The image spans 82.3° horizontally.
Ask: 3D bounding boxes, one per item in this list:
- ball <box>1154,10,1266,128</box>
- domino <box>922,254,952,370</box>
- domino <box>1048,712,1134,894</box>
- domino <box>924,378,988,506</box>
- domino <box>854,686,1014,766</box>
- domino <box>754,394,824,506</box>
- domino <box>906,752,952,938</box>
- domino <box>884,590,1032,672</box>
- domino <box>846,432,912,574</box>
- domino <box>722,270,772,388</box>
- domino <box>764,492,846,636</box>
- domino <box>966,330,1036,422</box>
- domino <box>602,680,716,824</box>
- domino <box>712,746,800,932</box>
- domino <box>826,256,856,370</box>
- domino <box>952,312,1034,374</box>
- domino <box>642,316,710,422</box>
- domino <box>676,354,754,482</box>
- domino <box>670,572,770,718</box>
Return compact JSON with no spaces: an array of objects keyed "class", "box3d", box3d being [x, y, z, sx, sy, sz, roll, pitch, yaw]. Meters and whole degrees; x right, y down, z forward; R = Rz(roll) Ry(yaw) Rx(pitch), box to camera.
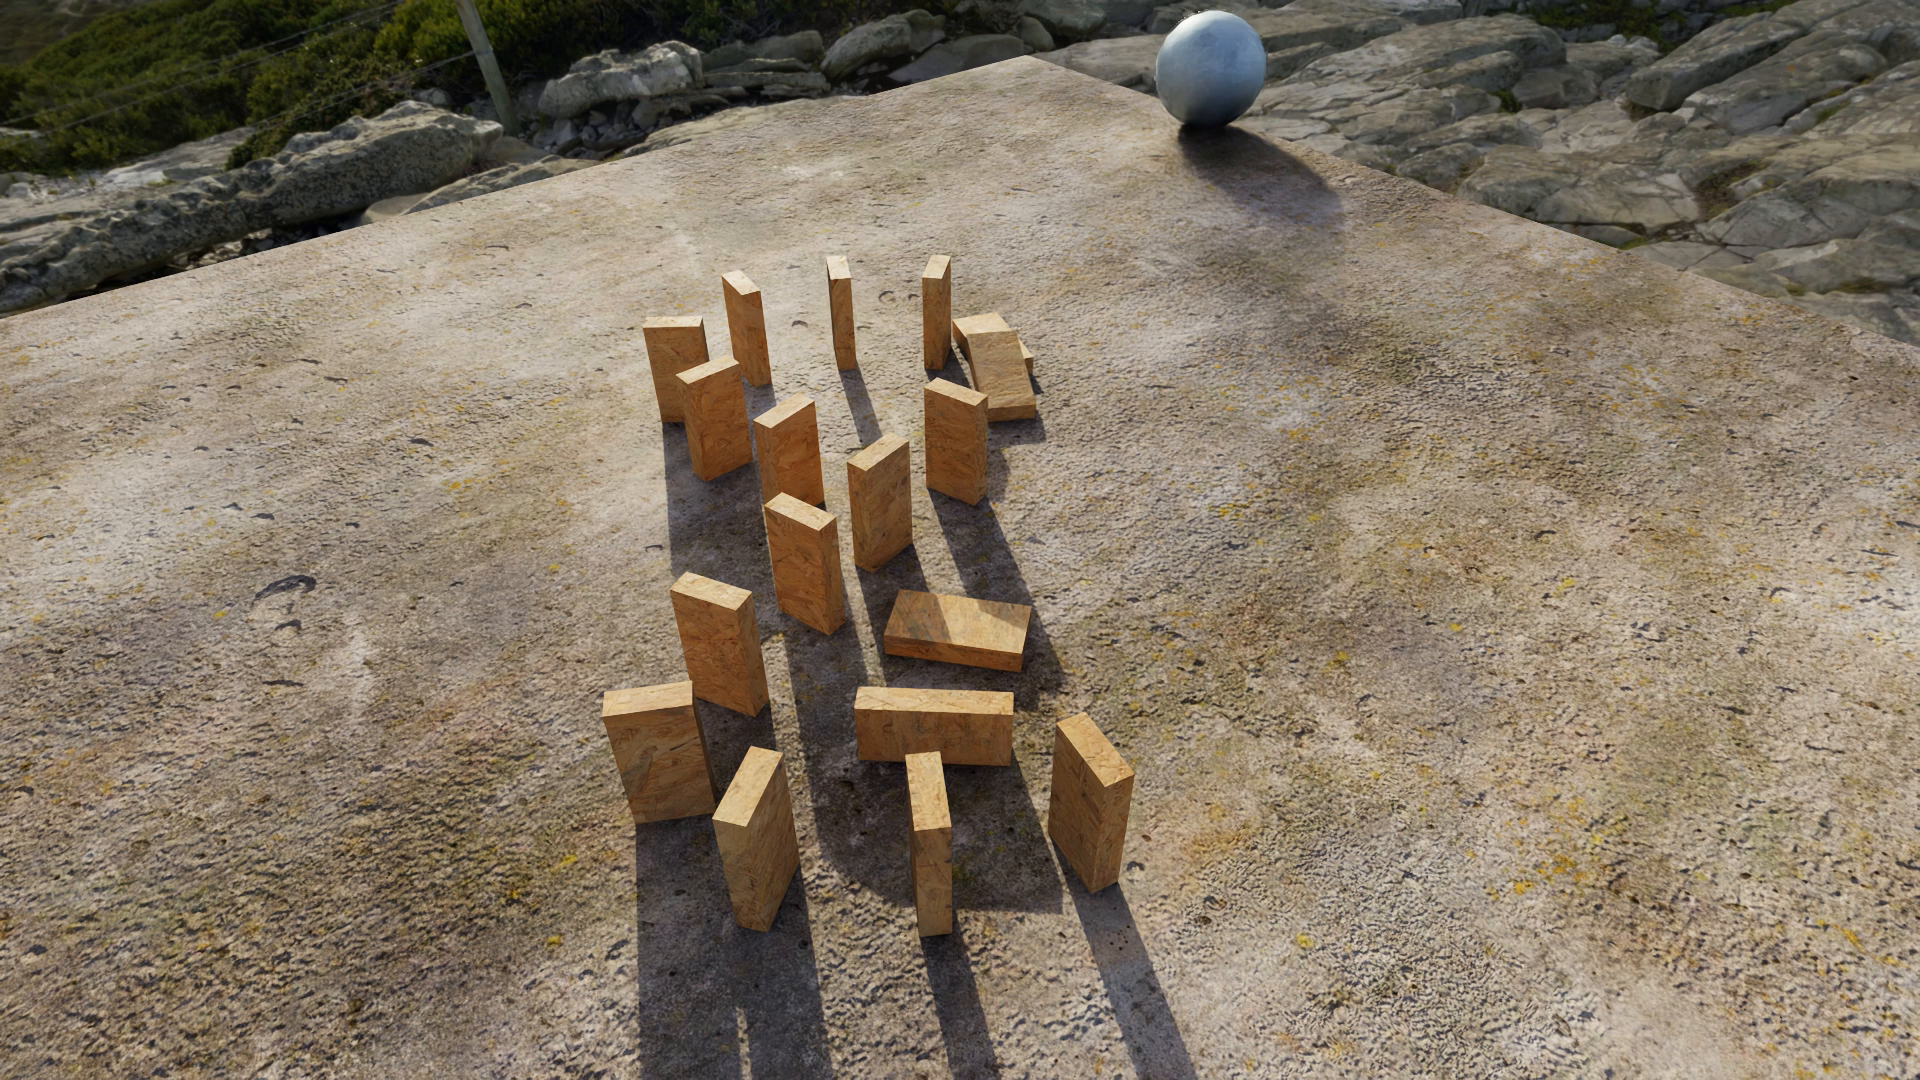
[{"class":"ball","box3d":[0.184,-0.345,0.809,0.080,0.080,0.080,0,39,0]},{"class":"domino","box3d":[-0.011,-0.114,0.550,0.009,0.050,0.025,6,40,8]},{"class":"domino","box3d":[0.037,0.076,0.318,0.010,0.050,0.025,-18,43,-21]},{"class":"domino","box3d":[-0.002,-0.041,0.461,0.025,0.050,0.009,23,45,25]},{"class":"domino","box3d":[-0.008,0.061,0.357,0.050,0.025,0.009,2,39,2]},{"class":"domino","box3d":[-0.069,-0.032,0.451,0.009,0.050,0.025,25,46,28]},{"class":"domino","box3d":[-0.009,0.085,0.307,0.009,0.050,0.025,-5,40,-6]},{"class":"domino","box3d":[0.000,0.033,0.403,0.050,0.009,0.025,7,40,8]},{"class":"domino","box3d":[-0.031,-0.014,0.429,0.009,0.050,0.025,26,46,28]},{"class":"domino","box3d":[-0.104,-0.103,0.537,0.010,0.050,0.025,-21,44,-24]},{"class":"domino","box3d":[-0.056,0.009,0.400,0.025,0.050,0.009,23,45,26]},{"class":"domino","box3d":[0.019,-0.079,0.531,0.025,0.009,0.050,-6,55,-7]},{"class":"domino","box3d":[-0.090,0.065,0.332,0.025,0.050,0.009,-7,40,-8]},{"class":"domino","box3d":[-0.056,0.084,0.308,0.010,0.050,0.025,10,40,12]},{"class":"domino","box3d":[-0.059,-0.113,0.550,0.009,0.050,0.025,-7,40,-8]},{"class":"domino","box3d":[0.016,-0.100,0.565,0.025,0.010,0.050,-13,41,-15]},{"class":"domino","box3d":[-0.128,-0.078,0.507,0.025,0.050,0.010,-2,39,-2]},{"class":"domino","box3d":[-0.105,-0.052,0.475,0.025,0.050,0.009,-30,48,-31]},{"class":"domino","box3d":[-0.080,0.036,0.368,0.025,0.050,0.009,15,42,18]}]
